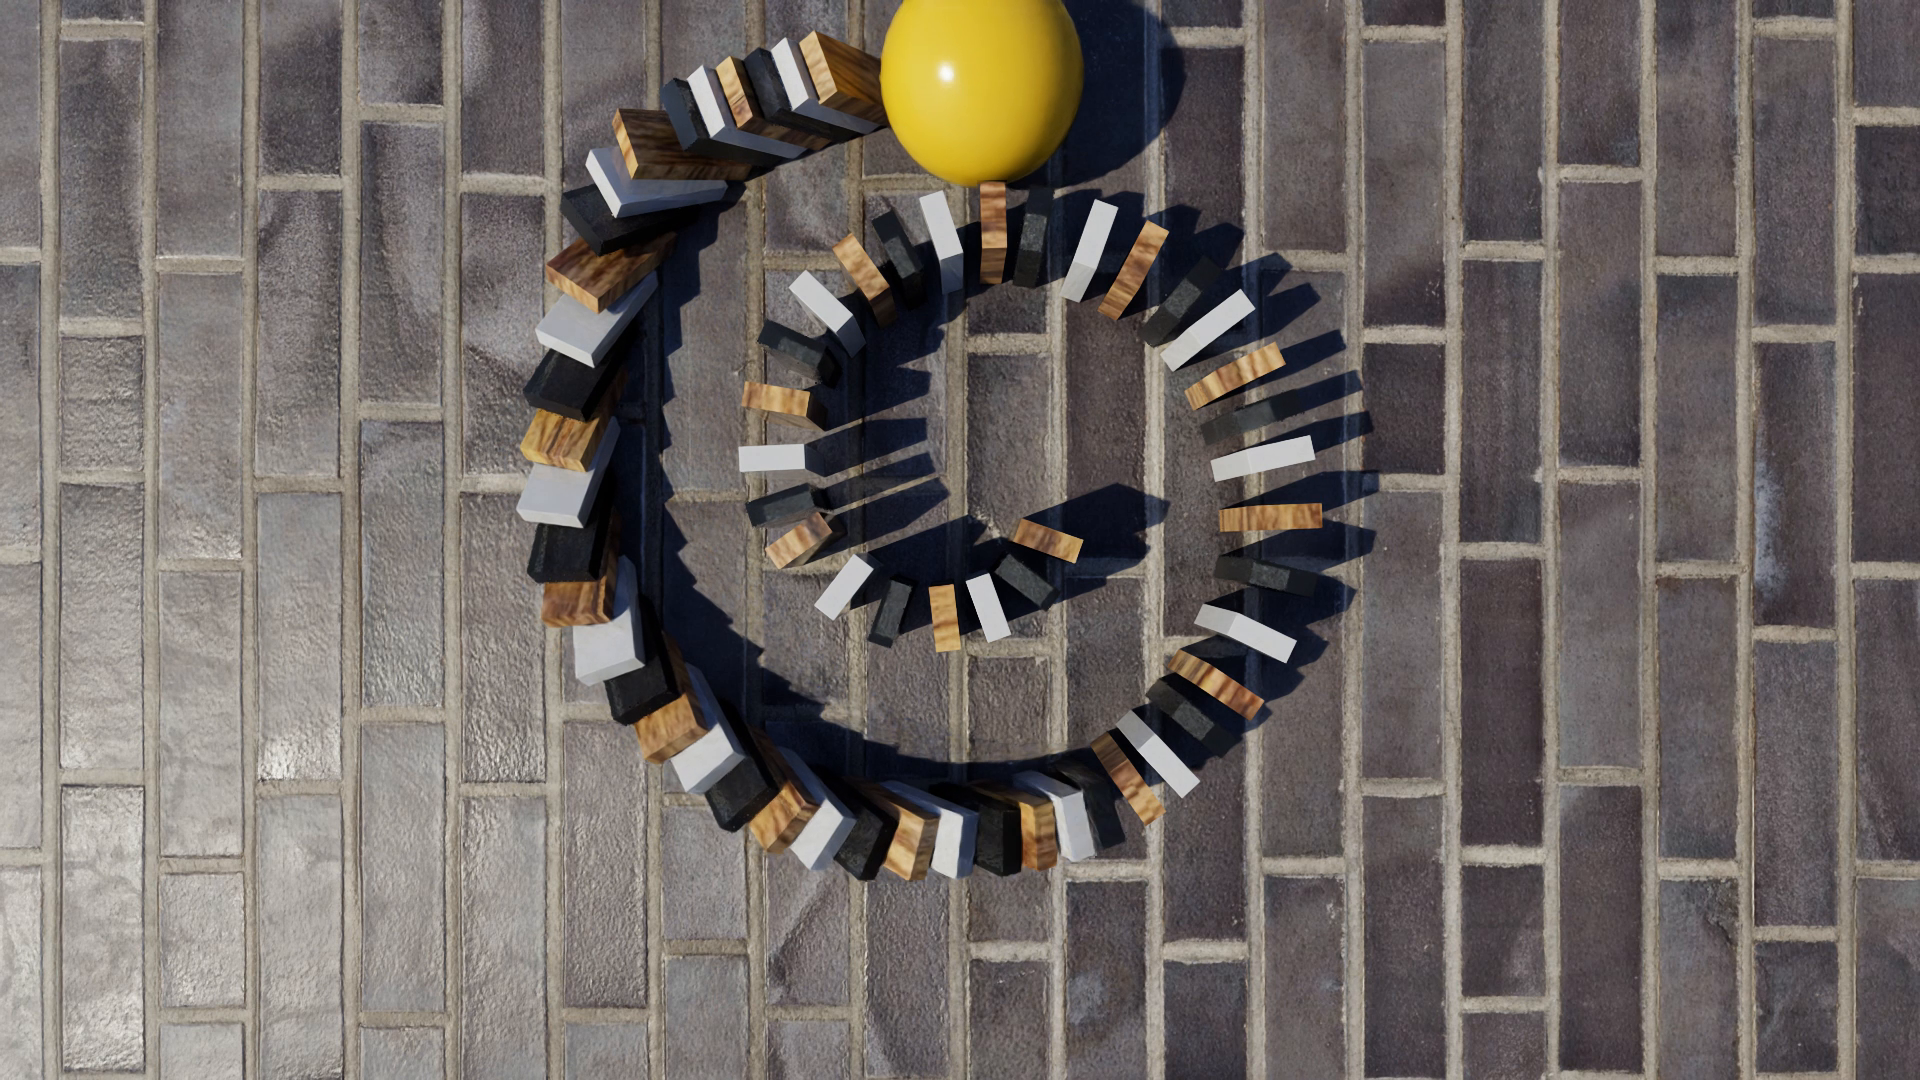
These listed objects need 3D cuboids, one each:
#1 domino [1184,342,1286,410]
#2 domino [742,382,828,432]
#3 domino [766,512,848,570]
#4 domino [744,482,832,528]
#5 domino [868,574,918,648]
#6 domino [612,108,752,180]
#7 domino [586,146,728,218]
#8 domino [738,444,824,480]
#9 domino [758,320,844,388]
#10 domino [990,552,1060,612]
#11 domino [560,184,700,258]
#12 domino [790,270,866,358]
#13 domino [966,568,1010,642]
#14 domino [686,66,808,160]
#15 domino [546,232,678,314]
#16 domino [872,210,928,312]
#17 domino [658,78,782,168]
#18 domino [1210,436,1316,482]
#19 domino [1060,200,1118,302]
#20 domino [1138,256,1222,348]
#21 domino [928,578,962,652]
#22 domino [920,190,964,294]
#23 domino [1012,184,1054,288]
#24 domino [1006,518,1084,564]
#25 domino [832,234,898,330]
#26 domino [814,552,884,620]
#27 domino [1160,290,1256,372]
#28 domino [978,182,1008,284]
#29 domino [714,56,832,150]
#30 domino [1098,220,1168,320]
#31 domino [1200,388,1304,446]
[{"bbox_3d":[0.111,-0.066,0.375,0.025,0.050,0.010,-26,90,0],"label":"domino"},{"bbox_3d":[-0.070,-0.054,0.375,0.025,0.050,0.009,10,90,0],"label":"domino"},{"bbox_3d":[-0.062,0.000,0.375,0.025,0.050,0.010,-35,90,0],"label":"domino"},{"bbox_3d":[-0.069,-0.014,0.375,0.025,0.050,0.009,-18,90,0],"label":"domino"},{"bbox_3d":[-0.027,0.028,0.375,0.009,0.050,0.025,19,90,0],"label":"domino"},{"bbox_3d":[-0.114,-0.163,0.380,0.050,0.009,0.025,-17,84,-37],"label":"domino"},{"bbox_3d":[-0.125,-0.151,0.381,0.050,0.009,0.025,-29,89,-38],"label":"domino"},{"bbox_3d":[-0.072,-0.031,0.375,0.025,0.050,0.010,-3,90,0],"label":"domino"},{"bbox_3d":[-0.064,-0.075,0.375,0.025,0.050,0.009,24,90,0],"label":"domino"},{"bbox_3d":[0.026,0.016,0.375,0.025,0.050,0.009,37,90,0],"label":"domino"},{"bbox_3d":[-0.136,-0.138,0.381,0.025,0.009,0.050,50,51,0],"label":"domino"},{"bbox_3d":[-0.053,-0.091,0.375,0.025,0.050,0.010,44,90,0],"label":"domino"},{"bbox_3d":[0.011,0.026,0.375,0.010,0.050,0.025,-20,90,0],"label":"domino"},{"bbox_3d":[-0.086,-0.175,0.376,0.010,0.050,0.025,-21,90,33],"label":"domino"},{"bbox_3d":[-0.144,-0.118,0.383,0.025,0.010,0.050,34,57,0],"label":"domino"},{"bbox_3d":[-0.024,-0.113,0.375,0.009,0.050,0.025,-28,90,0],"label":"domino"},{"bbox_3d":[-0.097,-0.170,0.376,0.009,0.050,0.025,-23,90,33],"label":"domino"},{"bbox_3d":[0.123,-0.033,0.375,0.025,0.050,0.009,-13,90,0],"label":"domino"},{"bbox_3d":[0.052,-0.117,0.375,0.010,0.050,0.025,20,90,0],"label":"domino"},{"bbox_3d":[0.089,-0.096,0.375,0.009,0.050,0.025,40,90,0],"label":"domino"},{"bbox_3d":[-0.006,0.030,0.375,0.010,0.050,0.025,-7,90,0],"label":"domino"},{"bbox_3d":[-0.007,-0.120,0.375,0.009,0.050,0.025,-18,90,0],"label":"domino"},{"bbox_3d":[0.029,-0.123,0.375,0.009,0.050,0.025,10,90,0],"label":"domino"},{"bbox_3d":[0.034,0.000,0.375,0.025,0.050,0.010,19,90,0],"label":"domino"},{"bbox_3d":[-0.038,-0.104,0.375,0.010,0.050,0.025,-36,90,0],"label":"domino"},{"bbox_3d":[-0.044,0.018,0.375,0.010,0.050,0.025,38,90,0],"label":"domino"},{"bbox_3d":[0.100,-0.085,0.375,0.025,0.050,0.009,-37,90,0],"label":"domino"},{"bbox_3d":[0.013,-0.124,0.375,0.009,0.050,0.025,-2,90,0],"label":"domino"},{"bbox_3d":[-0.075,-0.178,0.376,0.010,0.050,0.025,-21,90,33],"label":"domino"},{"bbox_3d":[0.070,-0.109,0.375,0.010,0.050,0.025,28,90,0],"label":"domino"},{"bbox_3d":[0.118,-0.049,0.375,0.025,0.050,0.009,-19,90,0],"label":"domino"}]
